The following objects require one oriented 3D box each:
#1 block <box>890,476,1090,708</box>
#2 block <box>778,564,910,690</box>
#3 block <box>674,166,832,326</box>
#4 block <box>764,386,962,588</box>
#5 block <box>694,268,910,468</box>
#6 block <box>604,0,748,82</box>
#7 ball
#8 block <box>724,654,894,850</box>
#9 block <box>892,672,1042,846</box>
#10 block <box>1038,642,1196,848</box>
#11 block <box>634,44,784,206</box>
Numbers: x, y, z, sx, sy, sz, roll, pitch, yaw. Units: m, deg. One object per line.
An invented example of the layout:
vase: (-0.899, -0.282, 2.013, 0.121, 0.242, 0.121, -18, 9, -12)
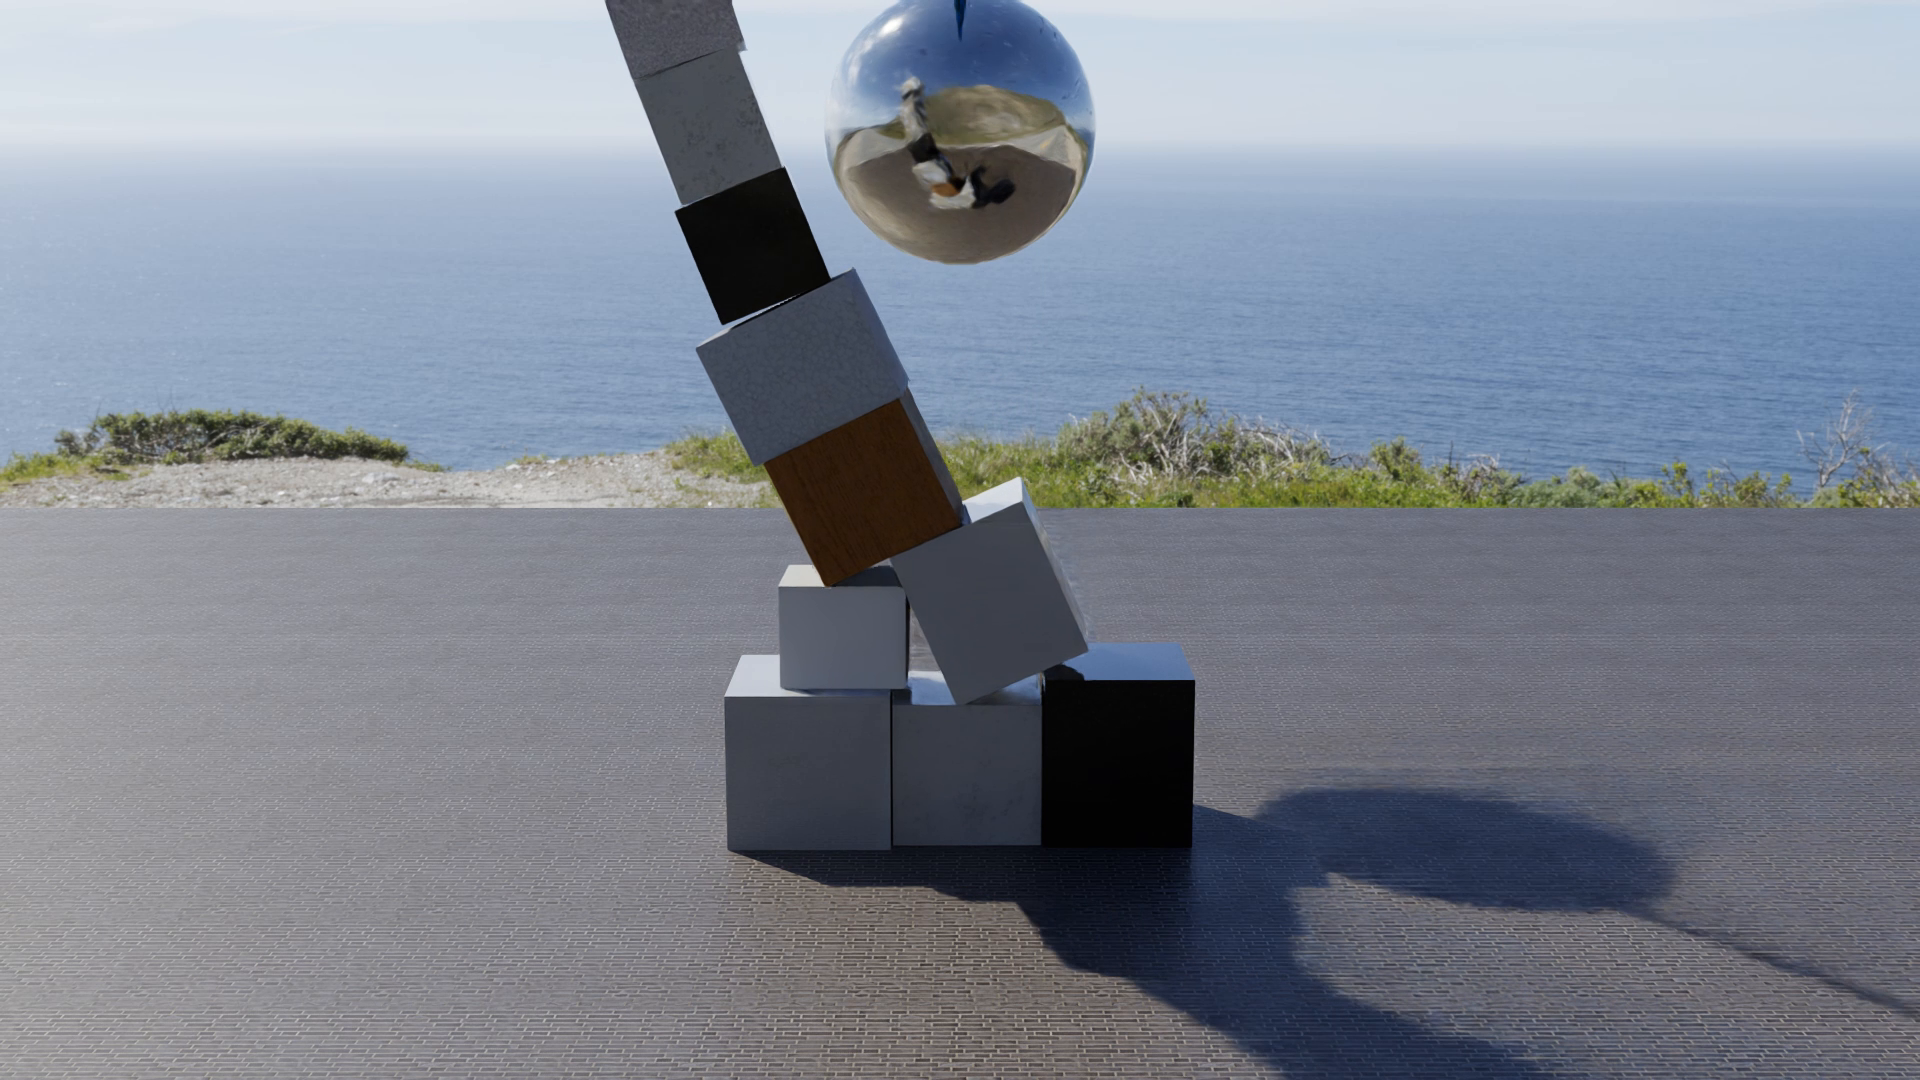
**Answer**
block: (0.153, 0.248, 11.213, 0.712, 0.822, 0.808, -24, 9, 5)
block: (-0.582, 0.439, 11.251, 0.632, 0.524, 0.557, 0, 10, 1)
block: (-1.013, -1.461, 10.908, 0.576, 0.593, 0.535, -22, 9, 1)
block: (-0.472, -0.291, 11.119, 0.737, 0.685, 0.745, -25, 9, 5)
block: (-0.775, -0.881, 11.049, 0.810, 0.648, 0.756, -25, 9, 5)
block: (-1.410, -2.607, 10.695, 0.567, 0.610, 0.545, -19, 9, -1)
ball: (0.000, -2.412, 12.850, 1.600, 1.600, 1.600, 0, 10, 0)
block: (-0.756, 1.084, 11.385, 0.819, 0.794, 0.889, 0, 10, 0)
block: (0.035, 1.120, 11.368, 0.746, 0.730, 0.701, 0, 10, 0)
block: (0.794, 1.047, 11.386, 0.746, 0.866, 0.822, 0, 10, 0)
block: (-1.215, -2.025, 10.788, 0.517, 0.615, 0.519, -21, 9, 1)
